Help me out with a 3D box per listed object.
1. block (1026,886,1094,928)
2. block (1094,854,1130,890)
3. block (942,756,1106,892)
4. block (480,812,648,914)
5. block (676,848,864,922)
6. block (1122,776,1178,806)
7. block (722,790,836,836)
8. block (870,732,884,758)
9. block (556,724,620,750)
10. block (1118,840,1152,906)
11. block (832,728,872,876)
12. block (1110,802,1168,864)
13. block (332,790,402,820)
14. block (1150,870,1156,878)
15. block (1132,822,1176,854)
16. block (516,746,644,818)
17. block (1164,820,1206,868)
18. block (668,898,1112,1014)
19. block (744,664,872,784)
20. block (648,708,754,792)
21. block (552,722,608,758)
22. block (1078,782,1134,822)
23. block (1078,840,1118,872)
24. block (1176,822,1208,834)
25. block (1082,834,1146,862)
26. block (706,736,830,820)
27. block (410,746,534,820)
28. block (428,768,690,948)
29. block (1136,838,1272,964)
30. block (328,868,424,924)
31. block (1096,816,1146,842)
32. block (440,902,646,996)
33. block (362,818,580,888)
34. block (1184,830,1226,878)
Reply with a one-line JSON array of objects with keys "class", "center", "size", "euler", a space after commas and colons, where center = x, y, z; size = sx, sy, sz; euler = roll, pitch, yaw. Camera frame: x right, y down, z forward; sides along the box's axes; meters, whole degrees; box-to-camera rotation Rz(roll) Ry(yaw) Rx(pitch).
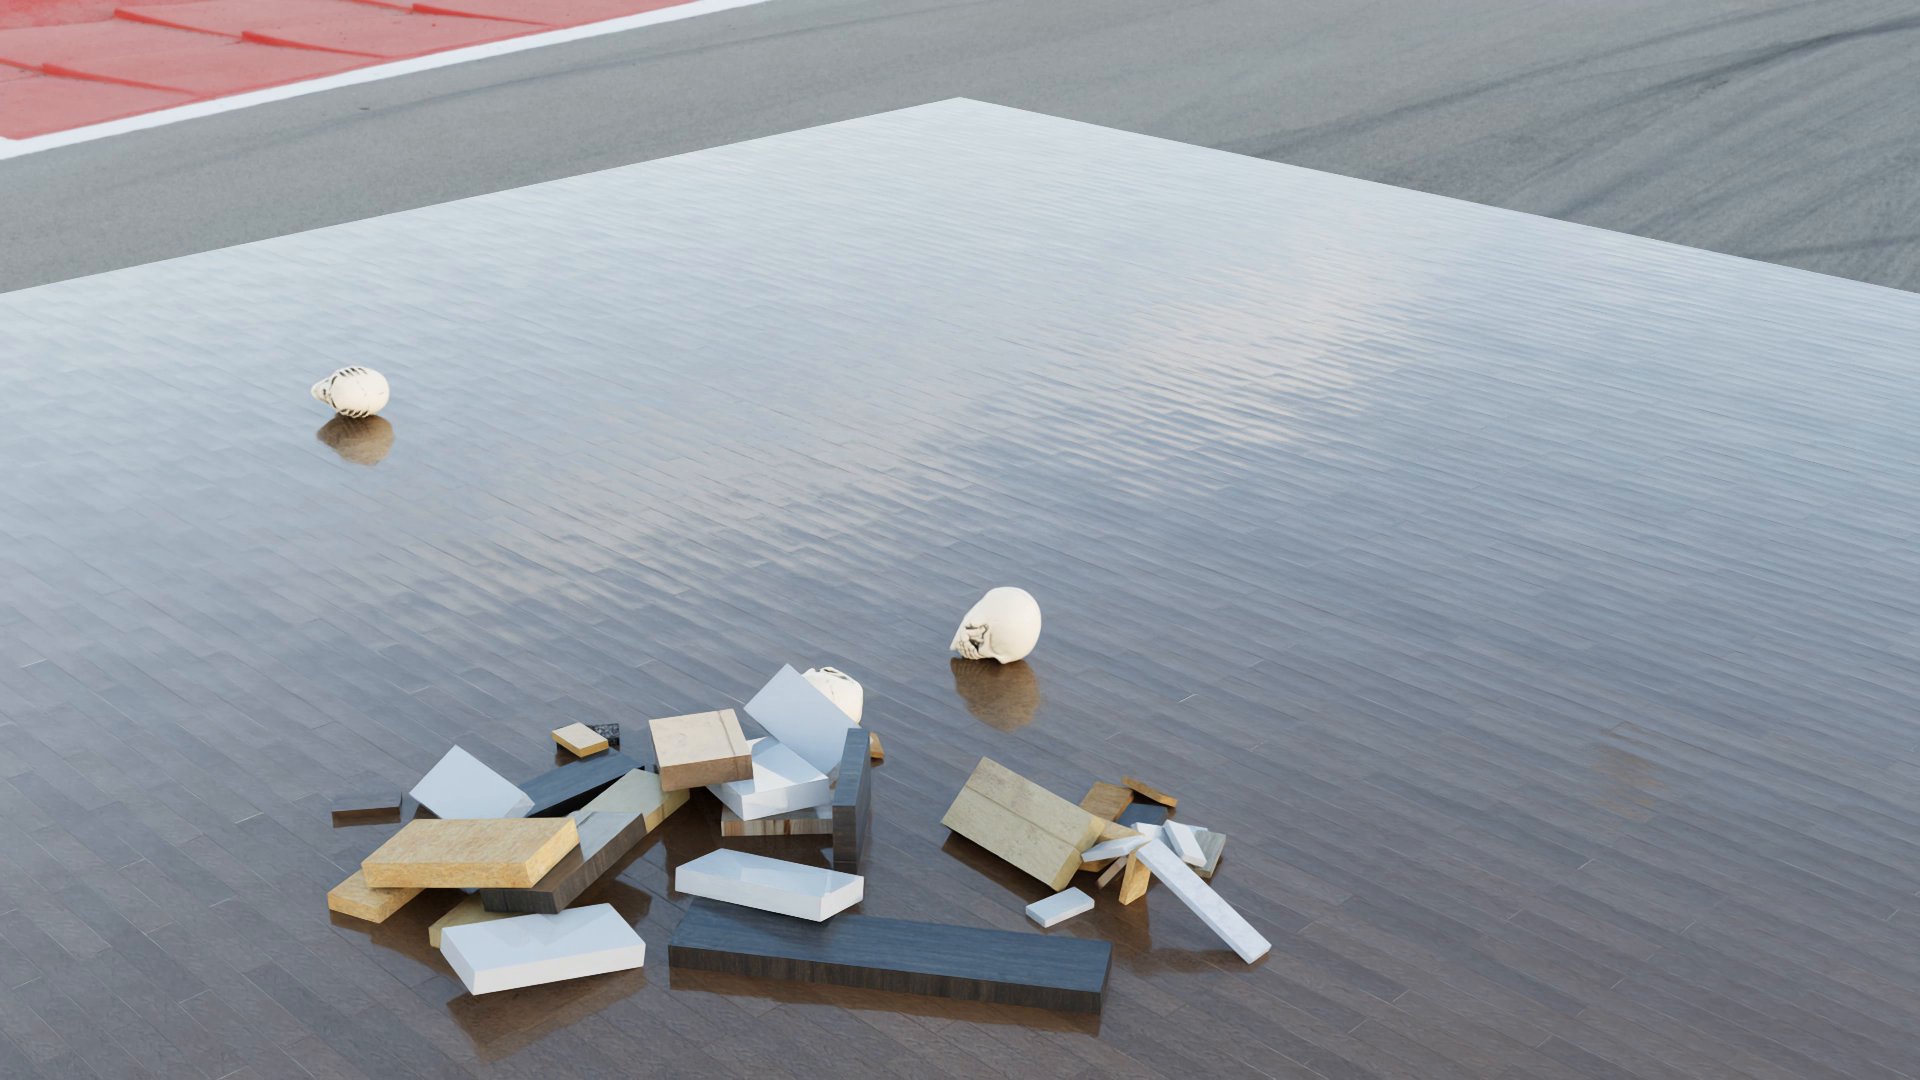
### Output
[{"class": "block", "center": [0.187, 0.687, 4.120], "size": [0.117, 0.017, 0.059], "euler": [-16, 28, -33]}, {"class": "block", "center": [0.307, 0.618, 4.169], "size": [0.059, 0.119, 0.017], "euler": [-22, 68, -41]}, {"class": "block", "center": [0.120, 0.552, 4.281], "size": [0.314, 0.044, 0.157], "euler": [24, 75, 44]}, {"class": "block", "center": [-0.742, 0.603, 4.135], "size": [0.160, 0.045, 0.320], "euler": [-2, 19, 25]}, {"class": "block", "center": [-0.357, 0.643, 4.113], "size": [0.314, 0.044, 0.157], "euler": [7, 9, 26]}, {"class": "block", "center": [0.387, 0.514, 4.496], "size": [0.109, 0.015, 0.054], "euler": [24, 1, 43]}, {"class": "block", "center": [-0.358, 0.548, 4.426], "size": [0.237, 0.034, 0.118], "euler": [-1, 23, -3]}, {"class": "block", "center": [-0.194, 0.437, 4.699], "size": [0.045, 0.013, 0.091], "euler": [12, 19, -18]}, {"class": "block", "center": [-0.802, 0.423, 4.739], "size": [0.132, 0.019, 0.066], "euler": [-4, 23, -8]}, {"class": "block", "center": [0.334, 0.625, 4.134], "size": [0.017, 0.119, 0.059], "euler": [32, 38, 34]}, {"class": "block", "center": [-0.213, 0.515, 4.345], "size": [0.044, 0.157, 0.314], "euler": [1, 23, 3]}, {"class": "block", "center": [0.339, 0.578, 4.313], "size": [0.081, 0.023, 0.163], "euler": [3, 33, 31]}, {"class": "block", "center": [-1.204, 0.539, 4.468], "size": [0.132, 0.019, 0.066], "euler": [-3, 23, -8]}, {"class": "block", "center": [0.362, 0.621, 4.278], "size": [0.054, 0.015, 0.109], "euler": [-9, 25, -20]}, {"class": "block", "center": [0.378, 0.582, 4.270], "size": [0.109, 0.054, 0.015], "euler": [15, -36, -44]}, {"class": "block", "center": [-0.817, 0.515, 4.503], "size": [0.118, 0.034, 0.340], "euler": [21, 31, 40]}, {"class": "block", "center": [0.435, 0.588, 4.262], "size": [0.054, 0.015, 0.109], "euler": [22, 22, -25]}, {"class": "block", "center": [-0.125, 0.744, 3.949], "size": [0.780, 0.045, 0.160], "euler": [4, 23, 10]}, {"class": "block", "center": [-0.320, 0.387, 4.626], "size": [0.135, 0.038, 0.269], "euler": [-46, 55, -10]}, {"class": "block", "center": [-0.535, 0.428, 4.518], "size": [0.180, 0.051, 0.360], "euler": [-7, 12, -10]}, {"class": "block", "center": [-0.807, 0.424, 4.670], "size": [0.066, 0.019, 0.132], "euler": [-17, 22, -32]}, {"class": "block", "center": [0.288, 0.543, 4.450], "size": [0.081, 0.023, 0.163], "euler": [9, 25, 21]}, {"class": "block", "center": [0.223, 0.605, 4.256], "size": [0.163, 0.023, 0.081], "euler": [2, 19, 41]}, {"class": "block", "center": [0.431, 0.583, 4.367], "size": [0.109, 0.015, 0.054], "euler": [8, 24, 18]}, {"class": "block", "center": [0.290, 0.582, 4.149], "size": [0.059, 0.017, 0.119], "euler": [-23, 2, -41]}, {"class": "block", "center": [-0.409, 0.480, 4.464], "size": [0.180, 0.051, 0.360], "euler": [-10, 12, -21]}, {"class": "block", "center": [-0.979, 0.518, 4.407], "size": [0.269, 0.038, 0.135], "euler": [24, 64, 43]}, {"class": "block", "center": [-0.760, 0.618, 4.256], "size": [0.135, 0.038, 0.665], "euler": [11, 25, 24]}, {"class": "block", "center": [0.445, 0.660, 4.034], "size": [0.058, 0.017, 0.292], "euler": [-23, 56, -43]}, {"class": "block", "center": [-1.080, 0.645, 4.198], "size": [0.118, 0.034, 0.237], "euler": [11, 25, 23]}, {"class": "block", "center": [0.274, 0.560, 4.241], "size": [0.165, 0.015, 0.054], "euler": [16, 28, 36]}, {"class": "block", "center": [-0.743, 0.726, 3.921], "size": [0.320, 0.045, 0.160], "euler": [-3, 21, -34]}, {"class": "block", "center": [-0.918, 0.587, 4.130], "size": [0.360, 0.051, 0.180], "euler": [-4, 19, 22]}, {"class": "block", "center": [0.474, 0.610, 4.279], "size": [0.058, 0.017, 0.117], "euler": [8, 33, 19]}]
